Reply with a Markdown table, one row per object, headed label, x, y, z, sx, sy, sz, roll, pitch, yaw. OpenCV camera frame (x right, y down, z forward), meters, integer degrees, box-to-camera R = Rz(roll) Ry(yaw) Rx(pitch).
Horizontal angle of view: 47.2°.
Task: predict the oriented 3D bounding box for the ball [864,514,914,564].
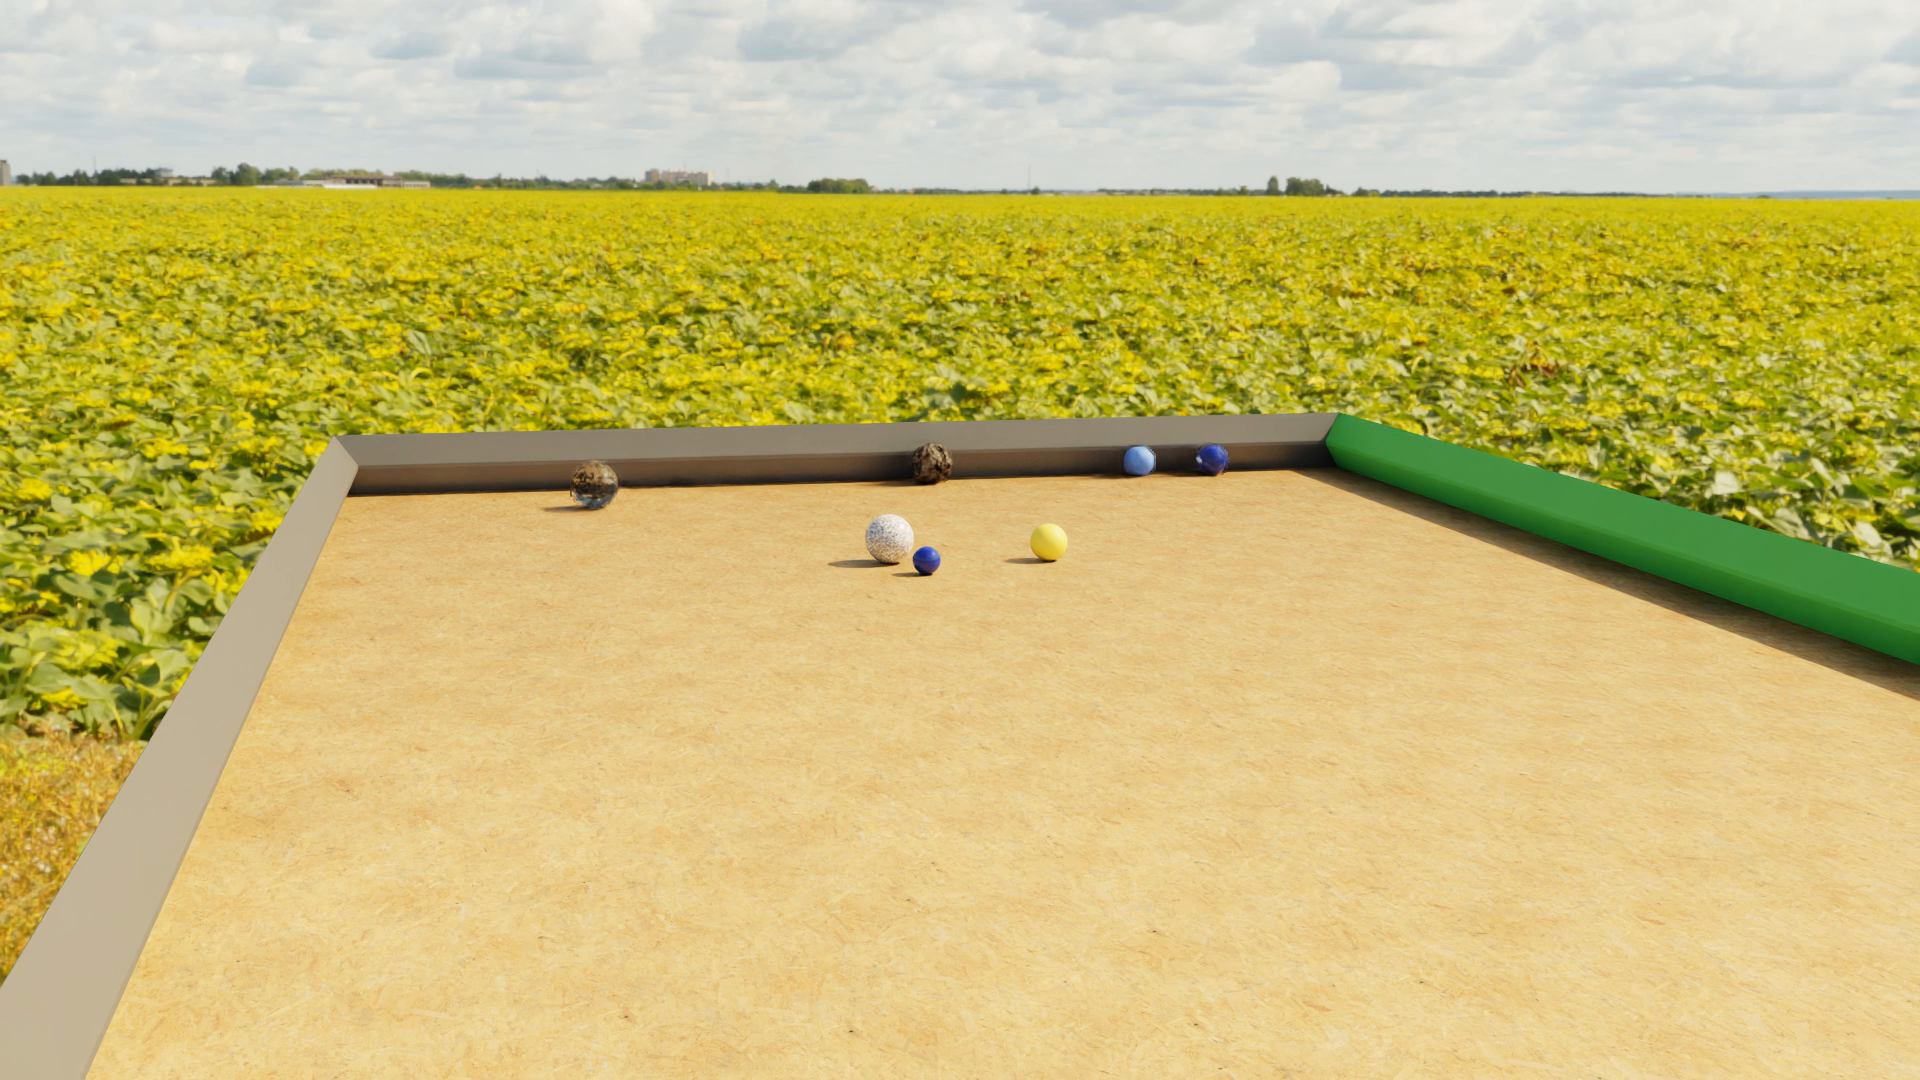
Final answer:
| label | x | y | z | sx | sy | sz | roll | pitch | yaw |
| --- | --- | --- | --- | --- | --- | --- | --- | --- | --- |
| ball | -0.107 | -0.002 | 3.322 | 0.075 | 0.075 | 0.075 | 0 | 9 | 0 |

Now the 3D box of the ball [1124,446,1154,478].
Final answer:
| label | x | y | z | sx | sy | sz | roll | pitch | yaw |
| --- | --- | --- | --- | --- | --- | --- | --- | --- | --- |
| ball | 0.348 | -0.153 | 4.280 | 0.061 | 0.061 | 0.061 | 0 | 9 | 0 |

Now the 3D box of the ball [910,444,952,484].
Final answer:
| label | x | y | z | sx | sy | sz | roll | pitch | yaw |
| --- | --- | --- | --- | --- | --- | --- | --- | --- | --- |
| ball | -0.054 | -0.145 | 4.183 | 0.078 | 0.078 | 0.078 | 0 | 9 | 0 |

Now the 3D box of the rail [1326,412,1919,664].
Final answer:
| label | x | y | z | sx | sy | sz | roll | pitch | yaw |
| --- | --- | --- | --- | --- | --- | --- | --- | --- | --- |
| rail | 1.126 | 0.095 | 2.630 | 0.045 | 0.108 | 3.730 | -2 | 10 | -12 |

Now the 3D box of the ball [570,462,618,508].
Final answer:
| label | x | y | z | sx | sy | sz | roll | pitch | yaw |
| --- | --- | --- | --- | --- | --- | --- | --- | --- | --- |
| ball | -0.643 | -0.097 | 3.874 | 0.083 | 0.083 | 0.083 | 0 | 9 | 0 |

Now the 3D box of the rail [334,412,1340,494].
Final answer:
| label | x | y | z | sx | sy | sz | roll | pitch | yaw |
| --- | --- | --- | --- | --- | --- | --- | --- | --- | --- |
| rail | -0.188 | -0.167 | 4.213 | 1.956 | 0.108 | 0.045 | -2 | 10 | -12 |

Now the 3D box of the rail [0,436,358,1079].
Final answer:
| label | x | y | z | sx | sy | sz | roll | pitch | yaw |
| --- | --- | --- | --- | --- | --- | --- | --- | --- | --- |
| rail | -0.741 | 0.159 | 2.241 | 0.045 | 0.108 | 3.730 | -2 | 10 | -12 |

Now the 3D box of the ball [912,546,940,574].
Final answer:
| label | x | y | z | sx | sy | sz | roll | pitch | yaw |
| --- | --- | --- | --- | --- | --- | --- | --- | --- | --- |
| ball | -0.049 | 0.030 | 3.231 | 0.042 | 0.042 | 0.042 | 0 | 9 | 0 |

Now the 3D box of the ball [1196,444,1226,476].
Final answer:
| label | x | y | z | sx | sy | sz | roll | pitch | yaw |
| --- | --- | --- | --- | --- | --- | --- | --- | --- | --- |
| ball | 0.493 | -0.157 | 4.308 | 0.060 | 0.060 | 0.060 | 0 | 9 | 0 |

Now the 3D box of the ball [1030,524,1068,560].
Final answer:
| label | x | y | z | sx | sy | sz | roll | pitch | yaw |
| --- | --- | --- | --- | --- | --- | --- | --- | --- | --- |
| ball | 0.135 | 0.003 | 3.346 | 0.057 | 0.057 | 0.057 | 0 | 9 | 0 |
